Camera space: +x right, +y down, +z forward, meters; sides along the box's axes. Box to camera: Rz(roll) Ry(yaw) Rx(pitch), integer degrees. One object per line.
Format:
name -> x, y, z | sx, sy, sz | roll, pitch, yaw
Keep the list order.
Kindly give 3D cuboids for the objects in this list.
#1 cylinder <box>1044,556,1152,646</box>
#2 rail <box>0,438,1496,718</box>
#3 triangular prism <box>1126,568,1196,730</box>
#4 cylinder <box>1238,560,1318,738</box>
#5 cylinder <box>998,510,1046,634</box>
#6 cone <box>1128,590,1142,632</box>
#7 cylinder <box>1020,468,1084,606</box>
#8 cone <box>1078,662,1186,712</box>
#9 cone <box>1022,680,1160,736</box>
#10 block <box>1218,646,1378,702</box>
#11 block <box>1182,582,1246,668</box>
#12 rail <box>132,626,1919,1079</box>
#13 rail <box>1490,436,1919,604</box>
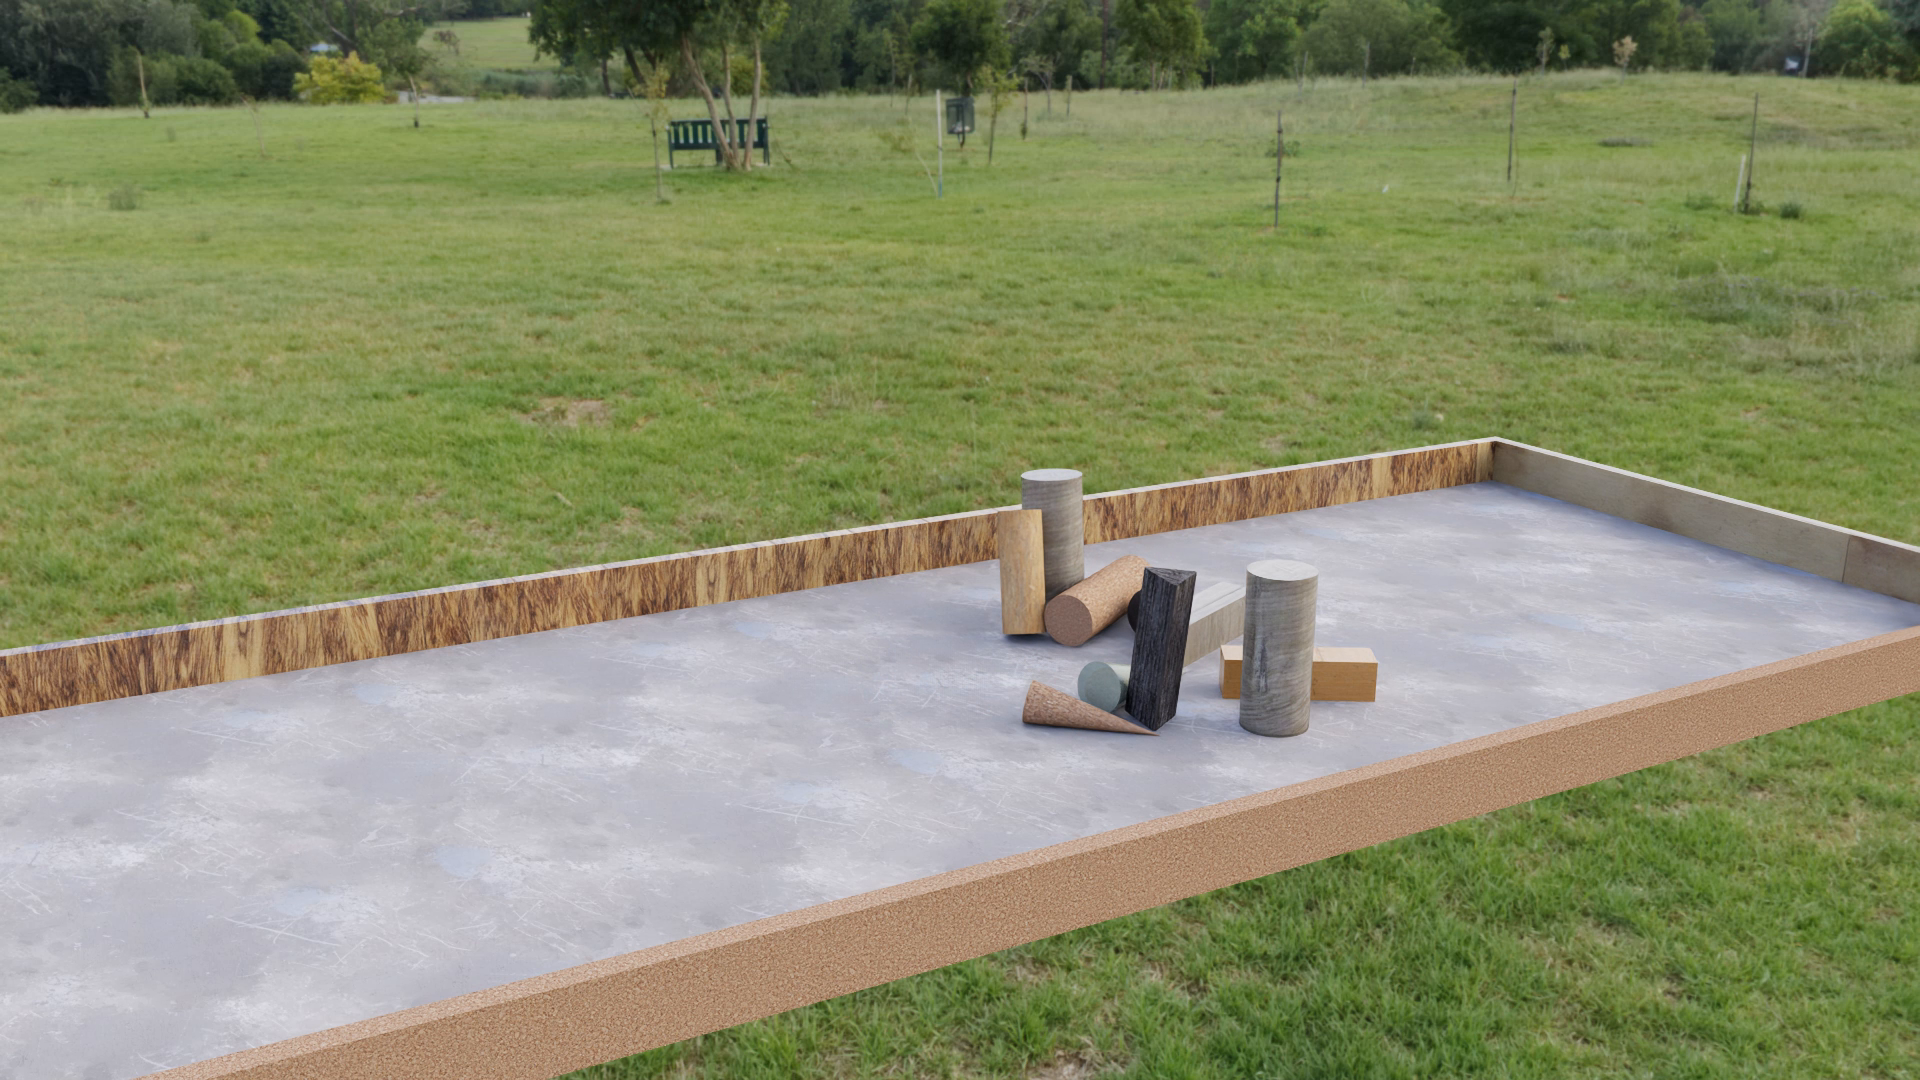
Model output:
cylinder -> 0.391, 0.163, 4.547 | 0.143, 0.143, 0.418 | 9, 19, 29
rail -> -3.305, 0.497, 3.399 | 12.000, 0.150, 0.050 | -9, 18, -27
triangular prism -> 0.455, 0.246, 3.852 | 0.103, 0.365, 0.119 | 16, 22, 27
cylinder -> 0.738, 0.251, 3.827 | 0.162, 0.381, 0.162 | 0, 16, 0
cylinder -> 0.167, 0.085, 4.445 | 0.119, 0.330, 0.119 | -2, 0, 0
cone -> 0.604, 0.191, 4.579 | 0.143, 0.143, 0.345 | 10, 7, 30
cylinder -> 0.261, 0.010, 4.608 | 0.171, 0.392, 0.171 | -2, 13, 1
cone -> 0.457, 0.344, 4.072 | 0.128, 0.128, 0.380 | 14, 12, 40
cone -> 0.315, 0.416, 3.847 | 0.323, 0.103, 0.103 | 14, 19, 13
block -> 0.829, 0.328, 4.059 | 0.368, 0.102, 0.102 | 1, 16, 3
block -> 0.644, 0.224, 4.396 | 0.110, 0.110, 0.416 | 12, 20, 35
rail -> -2.336, 1.006, 1.665 | 12.000, 0.150, 0.050 | -9, 18, -27
rail -> 2.466, -0.048, 5.253 | 0.050, 0.150, 2.100 | -9, 18, -27
